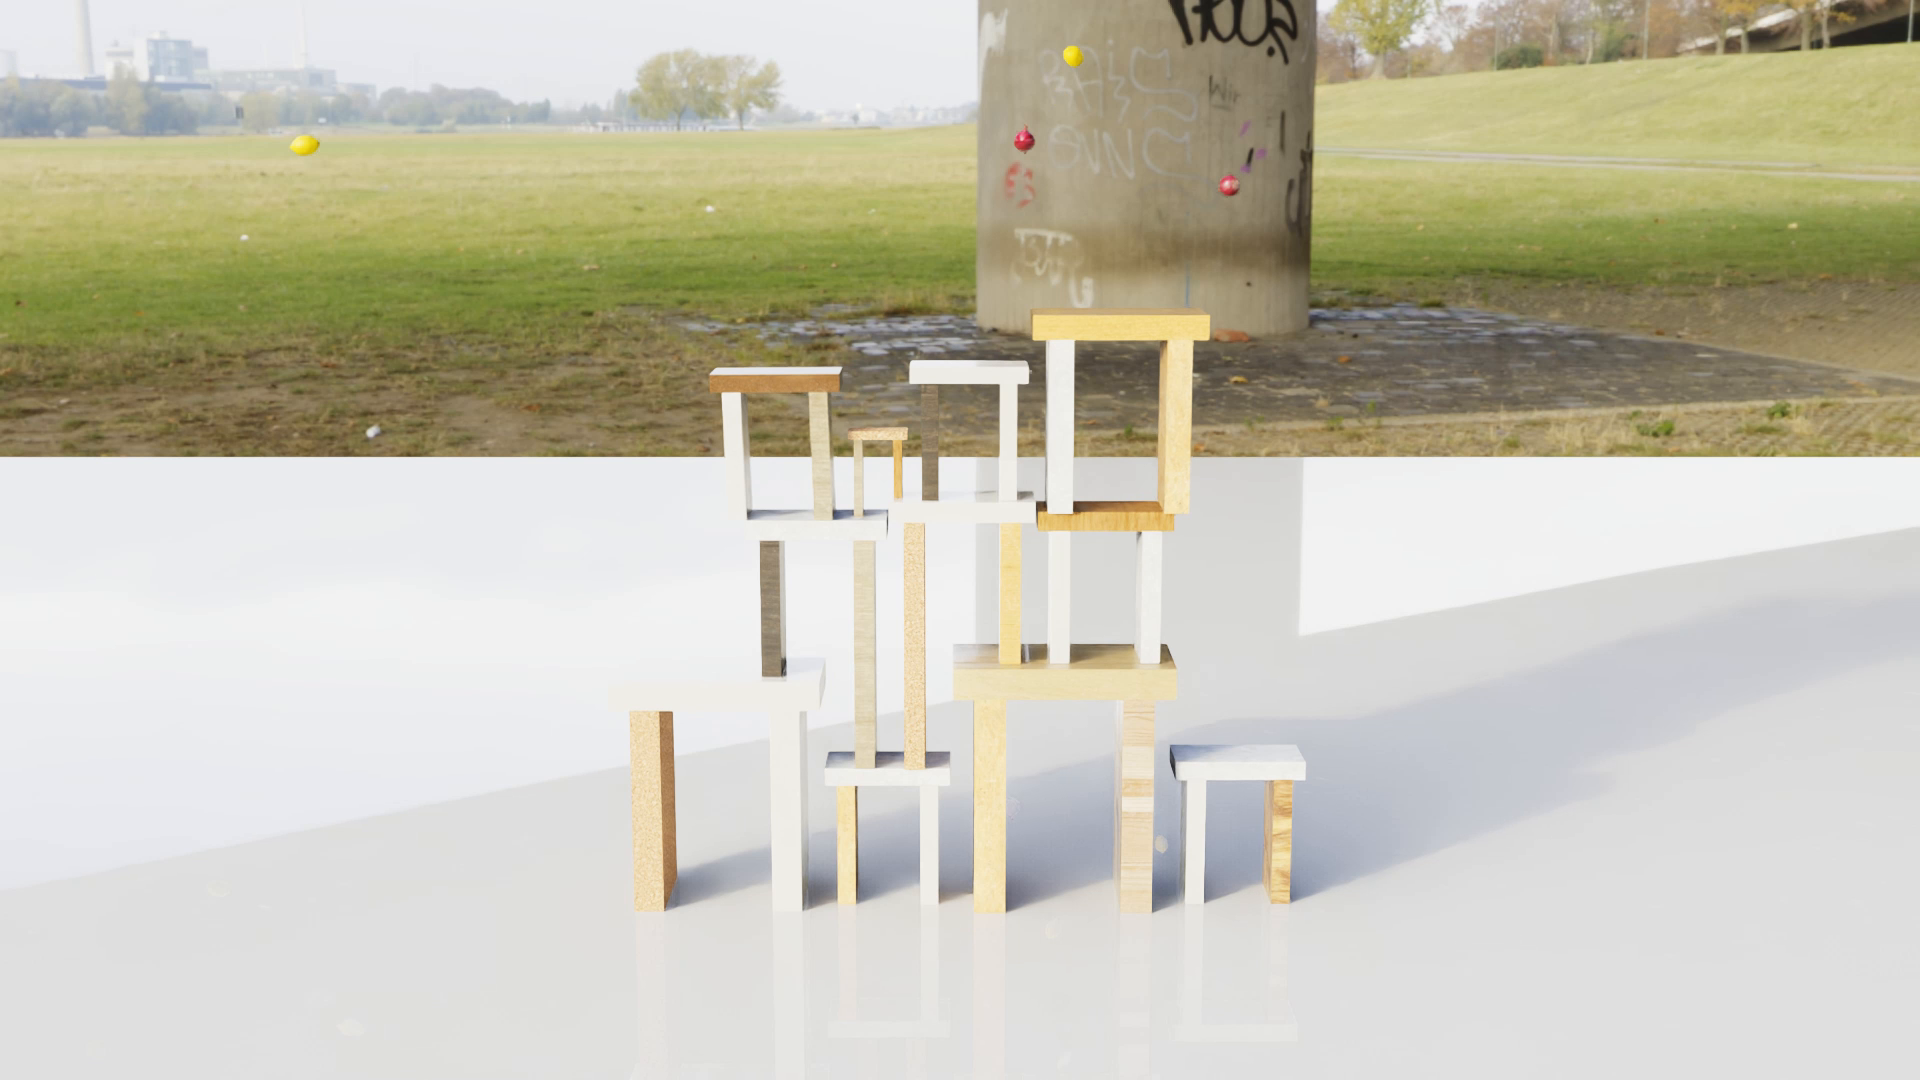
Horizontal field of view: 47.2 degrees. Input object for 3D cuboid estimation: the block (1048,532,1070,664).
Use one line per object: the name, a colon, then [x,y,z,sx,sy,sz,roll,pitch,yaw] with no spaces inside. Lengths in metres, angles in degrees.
block: [0.161,0.083,3.572,0.031,0.217,0.108,0,11,0]

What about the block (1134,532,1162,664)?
block: [0.305,0.083,3.573,0.031,0.217,0.108,0,11,-2]

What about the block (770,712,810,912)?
block: [-0.281,0.424,3.636,0.048,0.338,0.169,0,11,0]

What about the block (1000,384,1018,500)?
block: [0.077,-0.163,3.531,0.027,0.187,0.094,0,11,0]

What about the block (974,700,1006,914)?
block: [0.048,0.415,3.632,0.051,0.357,0.179,0,11,0]

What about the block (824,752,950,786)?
block: [-0.118,0.376,3.626,0.203,0.029,0.102,0,11,0]

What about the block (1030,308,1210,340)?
block: [0.251,-0.343,3.494,0.275,0.039,0.137,0,11,0]

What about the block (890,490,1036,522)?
block: [0.004,-0.054,3.545,0.231,0.033,0.116,0,11,0]

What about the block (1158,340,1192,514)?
block: [0.344,-0.189,3.522,0.039,0.274,0.137,0,11,0]

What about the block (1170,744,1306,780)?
block: [0.457,0.367,3.631,0.212,0.030,0.106,0,11,0]

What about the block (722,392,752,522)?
block: [-0.357,-0.140,3.532,0.029,0.204,0.102,-2,10,0]

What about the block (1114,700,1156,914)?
block: [0.286,0.415,3.632,0.051,0.357,0.179,0,11,0]

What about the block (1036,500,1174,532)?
block: [0.233,-0.039,3.549,0.217,0.031,0.108,0,11,0]

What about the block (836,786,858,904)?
block: [-0.186,0.491,3.647,0.029,0.203,0.102,0,11,0]

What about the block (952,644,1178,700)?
block: [0.167,0.215,3.595,0.357,0.051,0.179,0,11,0]

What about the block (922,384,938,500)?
block: [-0.048,-0.163,3.531,0.027,0.187,0.094,0,11,0]

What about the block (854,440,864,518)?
block: [-0.163,-0.103,3.544,0.013,0.125,0.047,0,10,0]

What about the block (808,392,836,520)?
block: [-0.221,-0.141,3.532,0.029,0.204,0.102,-2,10,0]

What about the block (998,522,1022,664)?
block: [0.081,0.076,3.569,0.033,0.231,0.116,0,11,0]

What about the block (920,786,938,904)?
block: [-0.050,0.491,3.647,0.029,0.203,0.102,0,11,0]

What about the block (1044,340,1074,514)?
block: [0.159,-0.189,3.522,0.039,0.274,0.137,0,11,0]

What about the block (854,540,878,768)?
block: [-0.154,0.176,3.593,0.032,0.377,0.112,0,10,0]

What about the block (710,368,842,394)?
block: [-0.292,-0.256,3.511,0.204,0.029,0.102,0,10,0]

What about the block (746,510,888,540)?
block: [-0.229,-0.025,3.556,0.224,0.032,0.112,0,10,0]

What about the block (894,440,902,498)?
block: [-0.100,-0.118,3.541,0.013,0.094,0.047,0,11,0]

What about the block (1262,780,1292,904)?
block: [0.527,0.485,3.653,0.030,0.212,0.106,0,11,0]

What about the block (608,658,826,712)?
block: [-0.394,0.235,3.601,0.338,0.048,0.169,0,11,0]

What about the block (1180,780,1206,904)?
block: [0.386,0.485,3.653,0.030,0.212,0.106,0,11,0]

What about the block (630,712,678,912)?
block: [-0.506,0.424,3.636,0.048,0.338,0.169,0,11,0]

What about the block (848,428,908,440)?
block: [-0.131,-0.171,3.531,0.095,0.013,0.047,0,11,0]

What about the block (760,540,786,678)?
block: [-0.304,0.101,3.579,0.032,0.224,0.112,0,10,0]

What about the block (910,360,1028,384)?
block: [0.014,-0.268,3.511,0.187,0.027,0.094,0,11,0]

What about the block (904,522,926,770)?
block: [-0.073,0.162,3.585,0.033,0.407,0.116,0,11,0]
